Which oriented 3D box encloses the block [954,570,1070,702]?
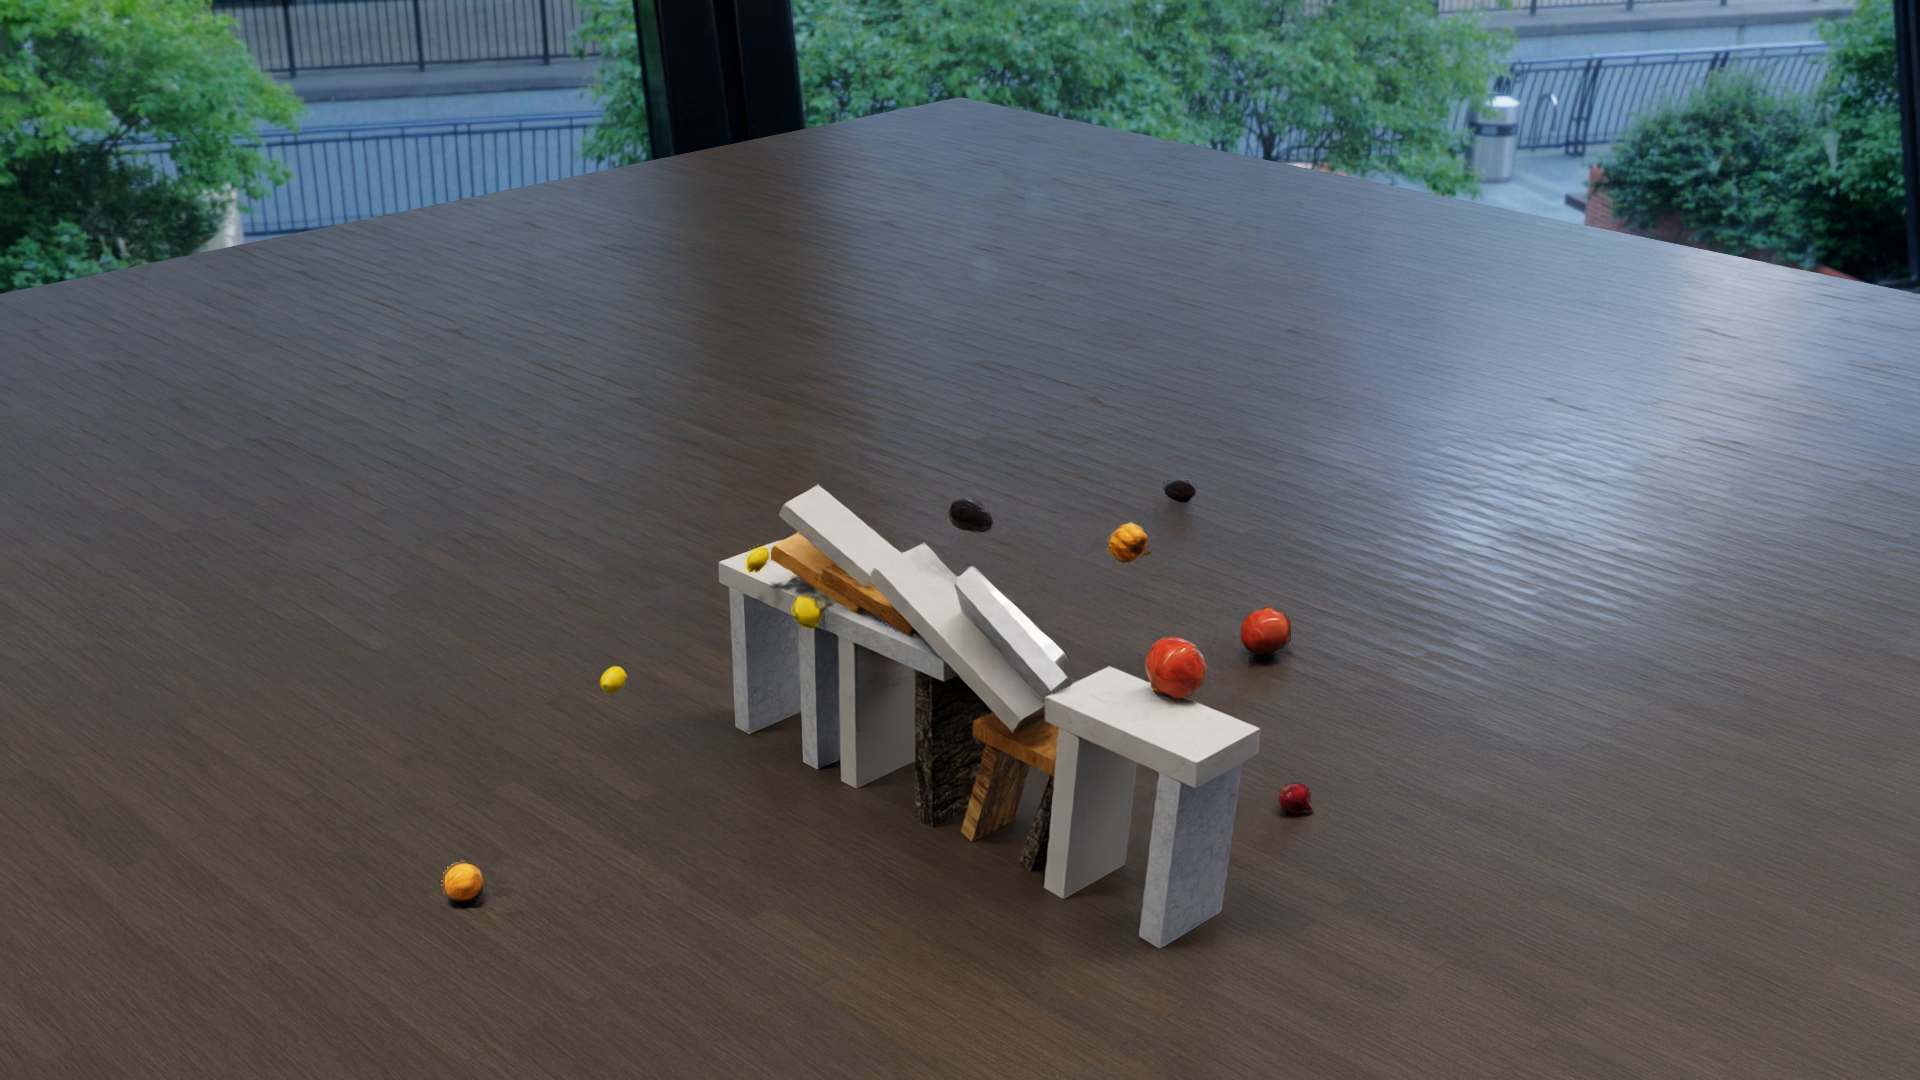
[{"bbox_3d":[0.100,0.193,4.148,0.040,0.142,0.284,-39,69,-10],"label":"block"}]

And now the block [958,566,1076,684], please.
[{"bbox_3d":[0.114,0.180,4.338,0.040,0.142,0.283,-41,58,-10],"label":"block"}]

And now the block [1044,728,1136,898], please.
[{"bbox_3d":[0.252,0.487,4.153,0.178,0.356,0.050,-21,36,-41],"label":"block"}]

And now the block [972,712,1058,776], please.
[{"bbox_3d":[0.150,0.383,4.213,0.118,0.034,0.237,-21,32,-41],"label":"block"}]

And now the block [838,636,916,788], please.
[{"bbox_3d":[-0.171,0.329,4.553,0.048,0.337,0.169,22,31,40],"label":"block"}]

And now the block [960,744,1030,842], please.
[{"bbox_3d":[0.079,0.477,4.333,0.118,0.237,0.034,-21,48,-41],"label":"block"}]

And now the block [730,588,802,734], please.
[{"bbox_3d":[-0.414,0.237,4.773,0.047,0.335,0.167,21,31,41],"label":"block"}]

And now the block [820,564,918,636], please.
[{"bbox_3d":[-0.151,0.106,4.411,0.236,0.033,0.118,30,35,26],"label":"block"}]

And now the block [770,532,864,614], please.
[{"bbox_3d":[-0.261,0.061,4.508,0.236,0.033,0.118,31,35,25],"label":"block"}]

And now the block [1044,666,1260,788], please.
[{"bbox_3d":[0.346,0.335,3.987,0.356,0.050,0.178,21,31,40],"label":"block"}]

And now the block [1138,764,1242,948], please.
[{"bbox_3d":[0.420,0.552,3.998,0.178,0.356,0.050,-21,36,-41],"label":"block"}]

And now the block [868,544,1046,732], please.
[{"bbox_3d":[0.014,0.185,4.246,0.420,0.040,0.142,46,44,19],"label":"block"}]

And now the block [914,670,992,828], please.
[{"bbox_3d":[-0.012,0.391,4.407,0.169,0.338,0.048,-21,31,-41],"label":"block"}]

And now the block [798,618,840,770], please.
[{"bbox_3d":[-0.256,0.299,4.628,0.047,0.335,0.167,21,31,41],"label":"block"}]

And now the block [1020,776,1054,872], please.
[{"bbox_3d":[0.195,0.523,4.228,0.118,0.237,0.034,-22,51,-41],"label":"block"}]

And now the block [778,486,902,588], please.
[{"bbox_3d":[-0.240,-0.009,4.445,0.236,0.033,0.118,39,37,14],"label":"block"}]

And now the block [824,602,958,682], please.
[{"bbox_3d":[-0.093,0.183,4.404,0.337,0.048,0.169,21,31,40],"label":"block"}]

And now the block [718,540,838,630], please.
[{"bbox_3d":[-0.336,0.092,4.626,0.335,0.047,0.167,21,31,41],"label":"block"}]
